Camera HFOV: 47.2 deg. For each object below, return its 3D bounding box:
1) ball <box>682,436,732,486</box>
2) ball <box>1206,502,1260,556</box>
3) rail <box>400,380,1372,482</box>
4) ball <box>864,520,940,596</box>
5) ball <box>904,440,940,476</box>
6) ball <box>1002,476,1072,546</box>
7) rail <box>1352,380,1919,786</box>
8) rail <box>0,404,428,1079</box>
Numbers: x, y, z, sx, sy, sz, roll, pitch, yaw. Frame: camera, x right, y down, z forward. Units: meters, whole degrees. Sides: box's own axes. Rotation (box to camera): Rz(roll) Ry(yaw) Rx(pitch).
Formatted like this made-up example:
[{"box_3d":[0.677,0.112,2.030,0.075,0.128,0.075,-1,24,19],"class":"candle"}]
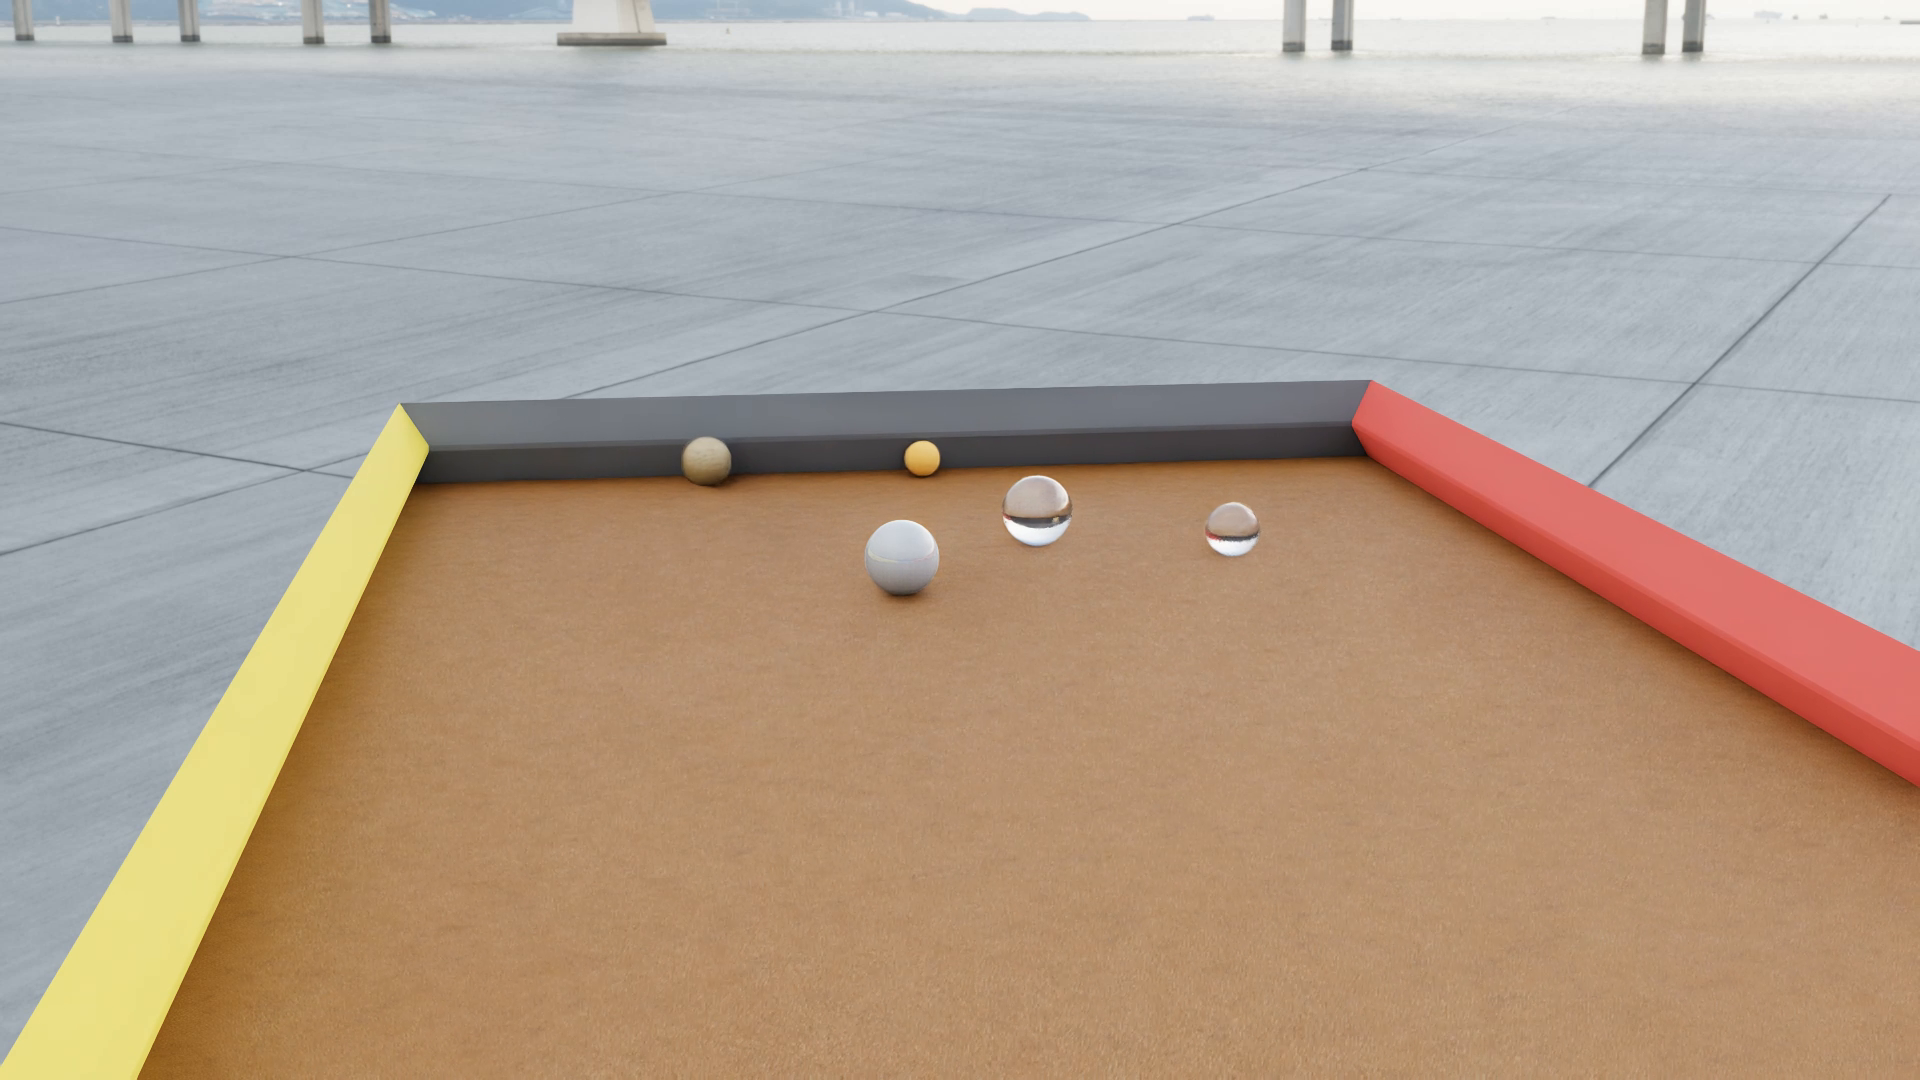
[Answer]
[{"box_3d":[-0.377,-0.118,3.277,0.073,0.073,0.073,0,13,0],"class":"ball"},{"box_3d":[0.353,-0.014,2.849,0.070,0.070,0.070,0,13,0],"class":"ball"},{"box_3d":[-0.088,-0.164,3.363,1.503,0.121,0.045,-2,14,-8],"class":"rail"},{"box_3d":[-0.070,0.021,2.658,0.091,0.091,0.091,0,13,0],"class":"ball"},{"box_3d":[-0.058,-0.124,3.342,0.054,0.054,0.054,0,13,0],"class":"ball"},{"box_3d":[0.102,-0.039,2.904,0.093,0.093,0.093,0,13,0],"class":"ball"},{"box_3d":[0.812,0.101,2.255,0.045,0.121,2.561,-2,14,-8],"class":"rail"},{"box_3d":[-0.629,0.150,2.052,0.045,0.121,2.561,-2,14,-8],"class":"rail"}]
